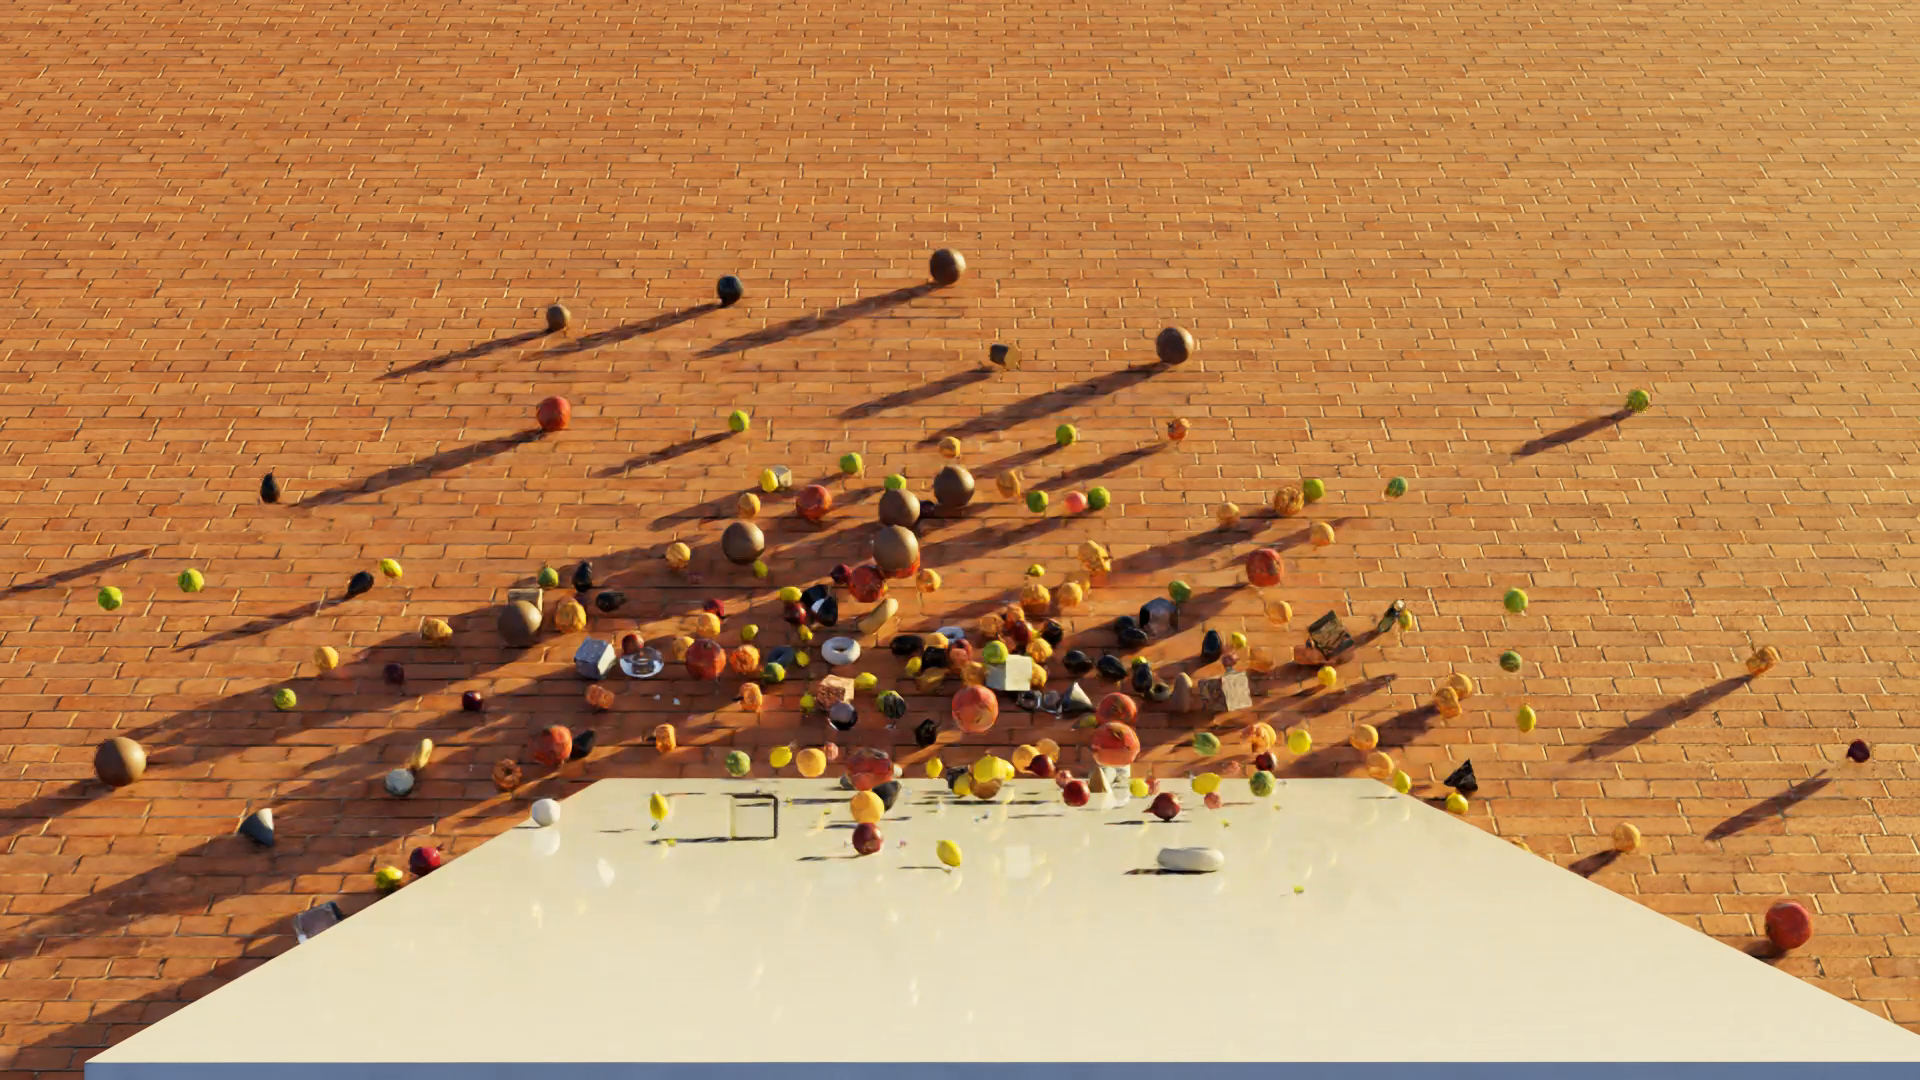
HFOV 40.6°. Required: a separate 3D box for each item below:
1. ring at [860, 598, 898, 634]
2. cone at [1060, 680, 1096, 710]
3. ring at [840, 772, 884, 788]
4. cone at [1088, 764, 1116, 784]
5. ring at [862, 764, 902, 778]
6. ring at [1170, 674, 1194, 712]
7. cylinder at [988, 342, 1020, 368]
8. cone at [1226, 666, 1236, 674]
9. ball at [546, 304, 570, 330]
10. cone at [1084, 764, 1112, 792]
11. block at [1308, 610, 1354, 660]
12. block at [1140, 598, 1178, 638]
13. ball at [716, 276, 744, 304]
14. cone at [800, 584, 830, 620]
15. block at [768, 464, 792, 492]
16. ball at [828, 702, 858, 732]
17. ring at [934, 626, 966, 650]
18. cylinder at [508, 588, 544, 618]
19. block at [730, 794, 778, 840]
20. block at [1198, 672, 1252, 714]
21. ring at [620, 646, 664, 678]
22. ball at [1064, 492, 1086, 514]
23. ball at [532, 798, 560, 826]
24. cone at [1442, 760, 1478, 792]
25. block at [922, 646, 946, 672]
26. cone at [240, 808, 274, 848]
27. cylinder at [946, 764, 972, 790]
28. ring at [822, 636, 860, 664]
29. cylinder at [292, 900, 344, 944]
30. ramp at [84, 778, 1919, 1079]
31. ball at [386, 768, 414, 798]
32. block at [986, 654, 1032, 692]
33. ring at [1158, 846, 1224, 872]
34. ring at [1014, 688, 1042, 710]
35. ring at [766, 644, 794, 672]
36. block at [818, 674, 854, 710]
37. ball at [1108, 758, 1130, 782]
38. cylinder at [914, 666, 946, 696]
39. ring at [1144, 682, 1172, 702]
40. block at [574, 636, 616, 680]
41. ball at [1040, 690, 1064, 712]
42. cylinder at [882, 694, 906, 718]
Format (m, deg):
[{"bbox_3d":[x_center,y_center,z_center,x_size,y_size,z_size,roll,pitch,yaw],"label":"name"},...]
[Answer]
[{"bbox_3d":[-0.232,0.219,7.422,0.045,0.134,0.134,46,40,-5],"label":"ring"},{"bbox_3d":[0.335,0.446,7.129,0.092,0.092,0.092,27,33,-8],"label":"cone"},{"bbox_3d":[-0.243,0.597,6.431,0.110,0.037,0.110,1,0,0],"label":"ring"},{"bbox_3d":[0.353,0.599,6.404,0.067,0.067,0.067,-1,26,-1],"label":"cone"},{"bbox_3d":[-0.203,0.603,6.749,0.103,0.034,0.103,-1,-2,0],"label":"ring"},{"bbox_3d":[0.609,0.420,7.099,0.037,0.111,0.111,23,33,-7],"label":"ring"},{"bbox_3d":[0.149,-0.625,8.755,0.073,0.073,0.073,20,37,40],"label":"cylinder"},{"bbox_3d":[0.744,0.389,7.218,0.053,0.053,0.053,39,20,-17],"label":"cone"},{"bbox_3d":[-1.393,-0.773,8.988,0.086,0.086,0.086,0,33,0],"label":"ball"},{"bbox_3d":[0.337,0.578,6.323,0.068,0.068,0.068,0,-1,0],"label":"cone"},{"bbox_3d":[1.044,0.269,7.306,0.090,0.090,0.090,-35,9,9],"label":"block"},{"bbox_3d":[0.572,0.224,7.445,0.075,0.075,0.075,-24,40,-32],"label":"block"},{"bbox_3d":[-0.810,-0.885,9.150,0.099,0.099,0.099,0,33,0],"label":"ball"},{"bbox_3d":[-0.402,0.195,7.519,0.096,0.096,0.096,-14,62,-21],"label":"cone"},{"bbox_3d":[-0.565,-0.195,8.117,0.054,0.054,0.054,22,39,31],"label":"block"},{"bbox_3d":[-0.318,0.479,7.042,0.081,0.081,0.081,0,33,0],"label":"ball"},{"bbox_3d":[-0.029,0.279,7.399,0.094,0.031,0.094,-1,35,1],"label":"ring"},{"bbox_3d":[-1.255,0.182,7.495,0.089,0.089,0.089,0,33,0],"label":"cylinder"},{"bbox_3d":[-0.410,0.552,5.163,0.082,0.082,0.082,0,-1,-13],"label":"block"},{"bbox_3d":[0.719,0.415,7.044,0.094,0.094,0.094,-11,0,-40],"label":"block"},{"bbox_3d":[-0.894,0.343,7.291,0.123,0.041,0.123,1,33,-1],"label":"ring"},{"bbox_3d":[0.355,-0.115,7.965,0.067,0.067,0.067,0,33,0],"label":"ball"},{"bbox_3d":[-0.863,0.568,5.404,0.059,0.059,0.059,0,33,0],"label":"ball"},{"bbox_3d":[1.308,0.632,6.823,0.090,0.090,0.090,-17,32,7],"label":"cone"},{"bbox_3d":[-0.074,0.339,7.286,0.053,0.053,0.053,11,35,17],"label":"block"},{"bbox_3d":[-1.781,0.755,6.648,0.093,0.093,0.093,-26,68,-35],"label":"cone"},{"bbox_3d":[-0.002,0.579,6.325,0.054,0.054,0.054,-10,31,12],"label":"cylinder"},{"bbox_3d":[-0.337,0.313,7.341,0.111,0.037,0.111,1,34,0],"label":"ring"},{"bbox_3d":[-1.559,0.940,6.310,0.096,0.096,0.096,-22,39,-30],"label":"cylinder"},{"bbox_3d":[0.073,0.636,4.743,2.000,0.100,4.000,0,-1,0],"label":"ramp"},{"bbox_3d":[-1.469,0.637,6.800,0.076,0.076,0.076,0,33,0],"label":"ball"},{"bbox_3d":[0.135,0.366,7.167,0.088,0.088,0.088,-1,7,-36],"label":"block"},{"bbox_3d":[0.408,0.564,4.577,0.117,0.039,0.117,1,-2,0],"label":"ring"},{"bbox_3d":[0.191,0.440,7.153,0.083,0.028,0.083,-1,32,1],"label":"ring"},{"bbox_3d":[-0.506,0.332,7.290,0.091,0.030,0.091,-26,32,18],"label":"ring"},{"bbox_3d":[-0.340,0.423,7.117,0.075,0.075,0.075,10,18,15],"label":"block"},{"bbox_3d":[0.402,0.586,6.595,0.063,0.063,0.063,0,33,0],"label":"ball"},{"bbox_3d":[-0.083,0.392,7.194,0.062,0.062,0.062,21,38,29],"label":"cylinder"},{"bbox_3d":[0.548,0.422,7.183,0.075,0.025,0.075,0,31,0],"label":"ring"},{"bbox_3d":[-1.021,0.332,7.254,0.078,0.078,0.078,14,54,21],"label":"block"},{"bbox_3d":[0.252,0.443,7.116,0.060,0.060,0.060,0,33,0],"label":"ball"},{"bbox_3d":[-0.179,0.450,7.033,0.057,0.057,0.057,-3,11,-5],"label":"cylinder"}]
